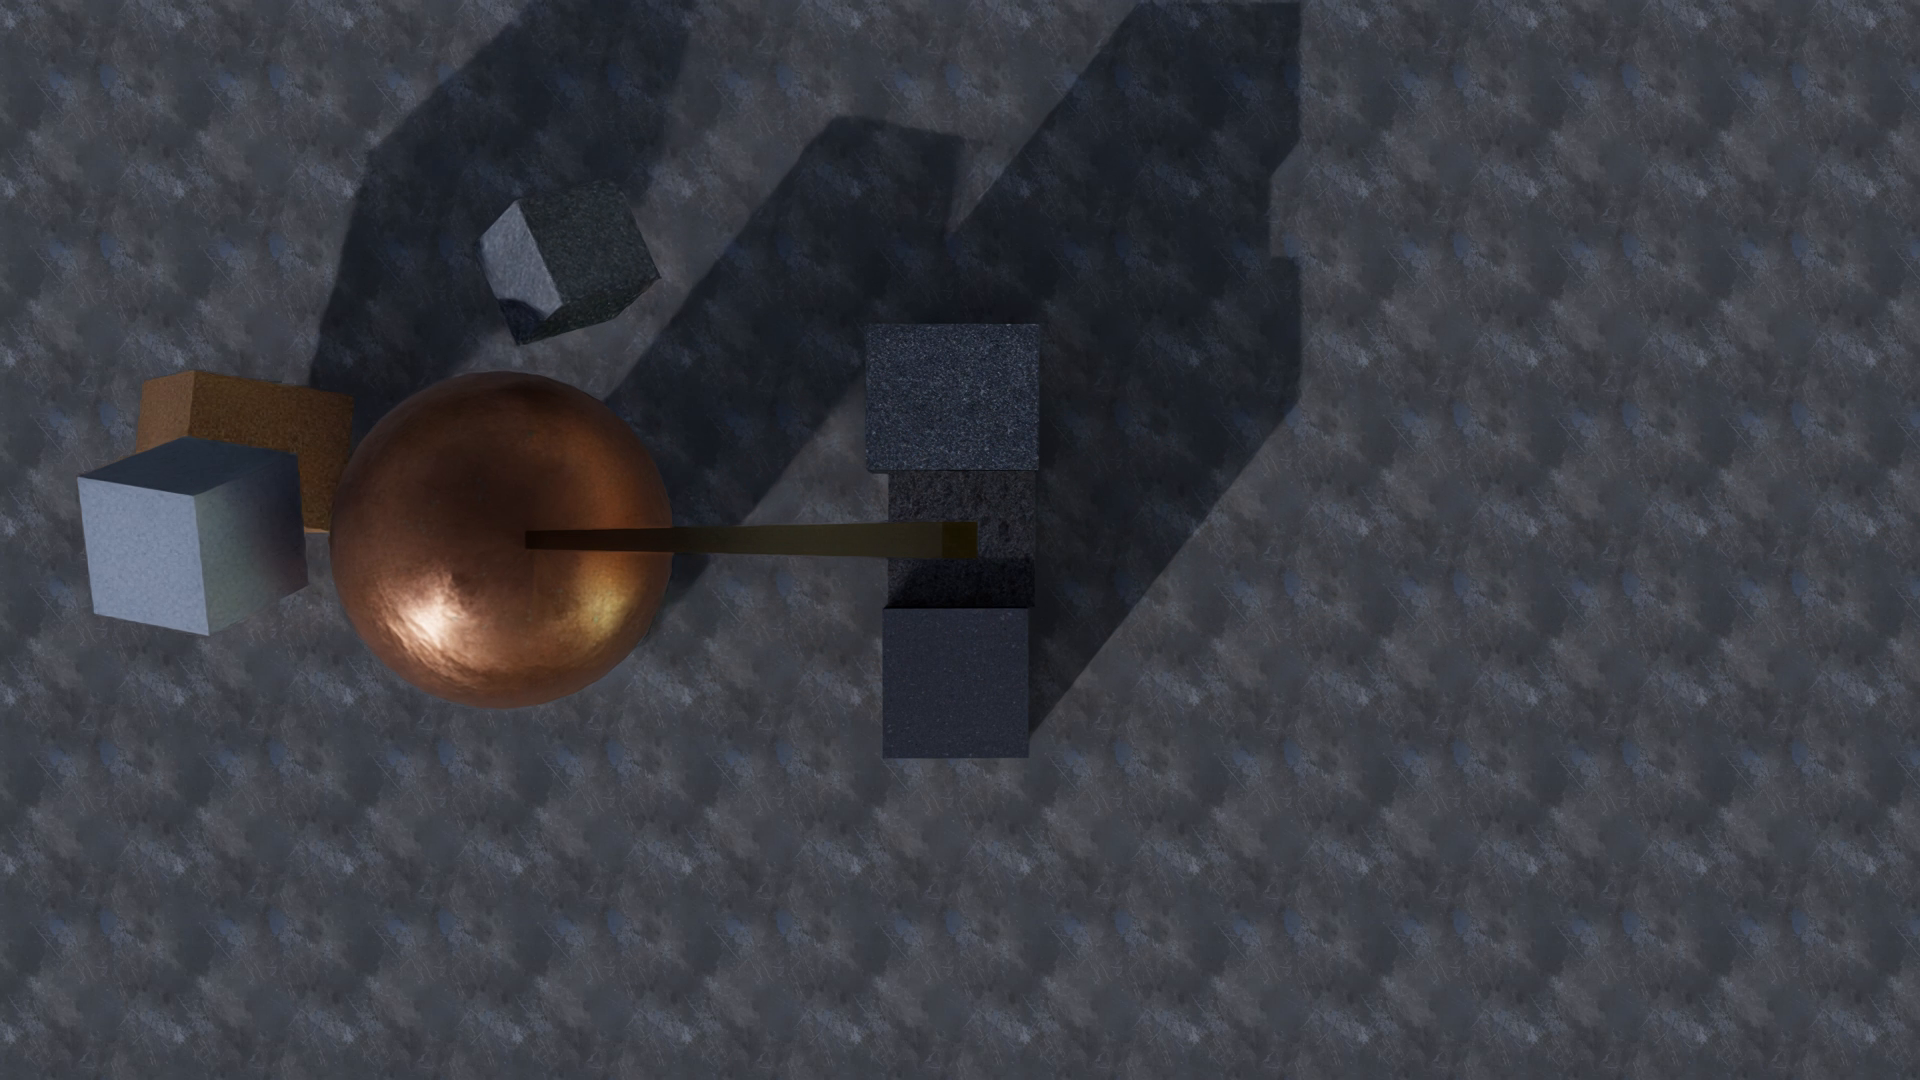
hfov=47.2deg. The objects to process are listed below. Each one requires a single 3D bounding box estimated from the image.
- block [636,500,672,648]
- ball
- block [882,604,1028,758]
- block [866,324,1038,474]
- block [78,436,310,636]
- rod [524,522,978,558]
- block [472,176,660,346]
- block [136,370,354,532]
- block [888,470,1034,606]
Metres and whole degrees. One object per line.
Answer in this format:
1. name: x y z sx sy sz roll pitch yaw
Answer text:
1. block: -2.158 0.125 12.577 0.763 0.845 0.867 10 90 0
2. ball: -2.155 0.000 10.392 1.600 1.600 1.600 0 90 0
3. block: -0.025 0.795 12.597 0.809 0.807 0.830 0 90 0
4. block: -0.043 -0.797 12.612 0.961 0.776 0.811 0 90 0
5. block: -3.521 -0.034 10.142 0.652 0.699 0.657 9 111 21
6. rod: -0.934 0.000 7.218 0.080 5.200 0.080 0 90 -21
7. block: -1.834 -1.296 10.243 0.543 0.521 0.519 -22 86 -38
8. block: -4.031 -0.472 12.334 0.891 0.891 0.766 8 85 -37
9. block: 0.008 -0.009 12.651 0.821 0.697 0.761 0 90 0
